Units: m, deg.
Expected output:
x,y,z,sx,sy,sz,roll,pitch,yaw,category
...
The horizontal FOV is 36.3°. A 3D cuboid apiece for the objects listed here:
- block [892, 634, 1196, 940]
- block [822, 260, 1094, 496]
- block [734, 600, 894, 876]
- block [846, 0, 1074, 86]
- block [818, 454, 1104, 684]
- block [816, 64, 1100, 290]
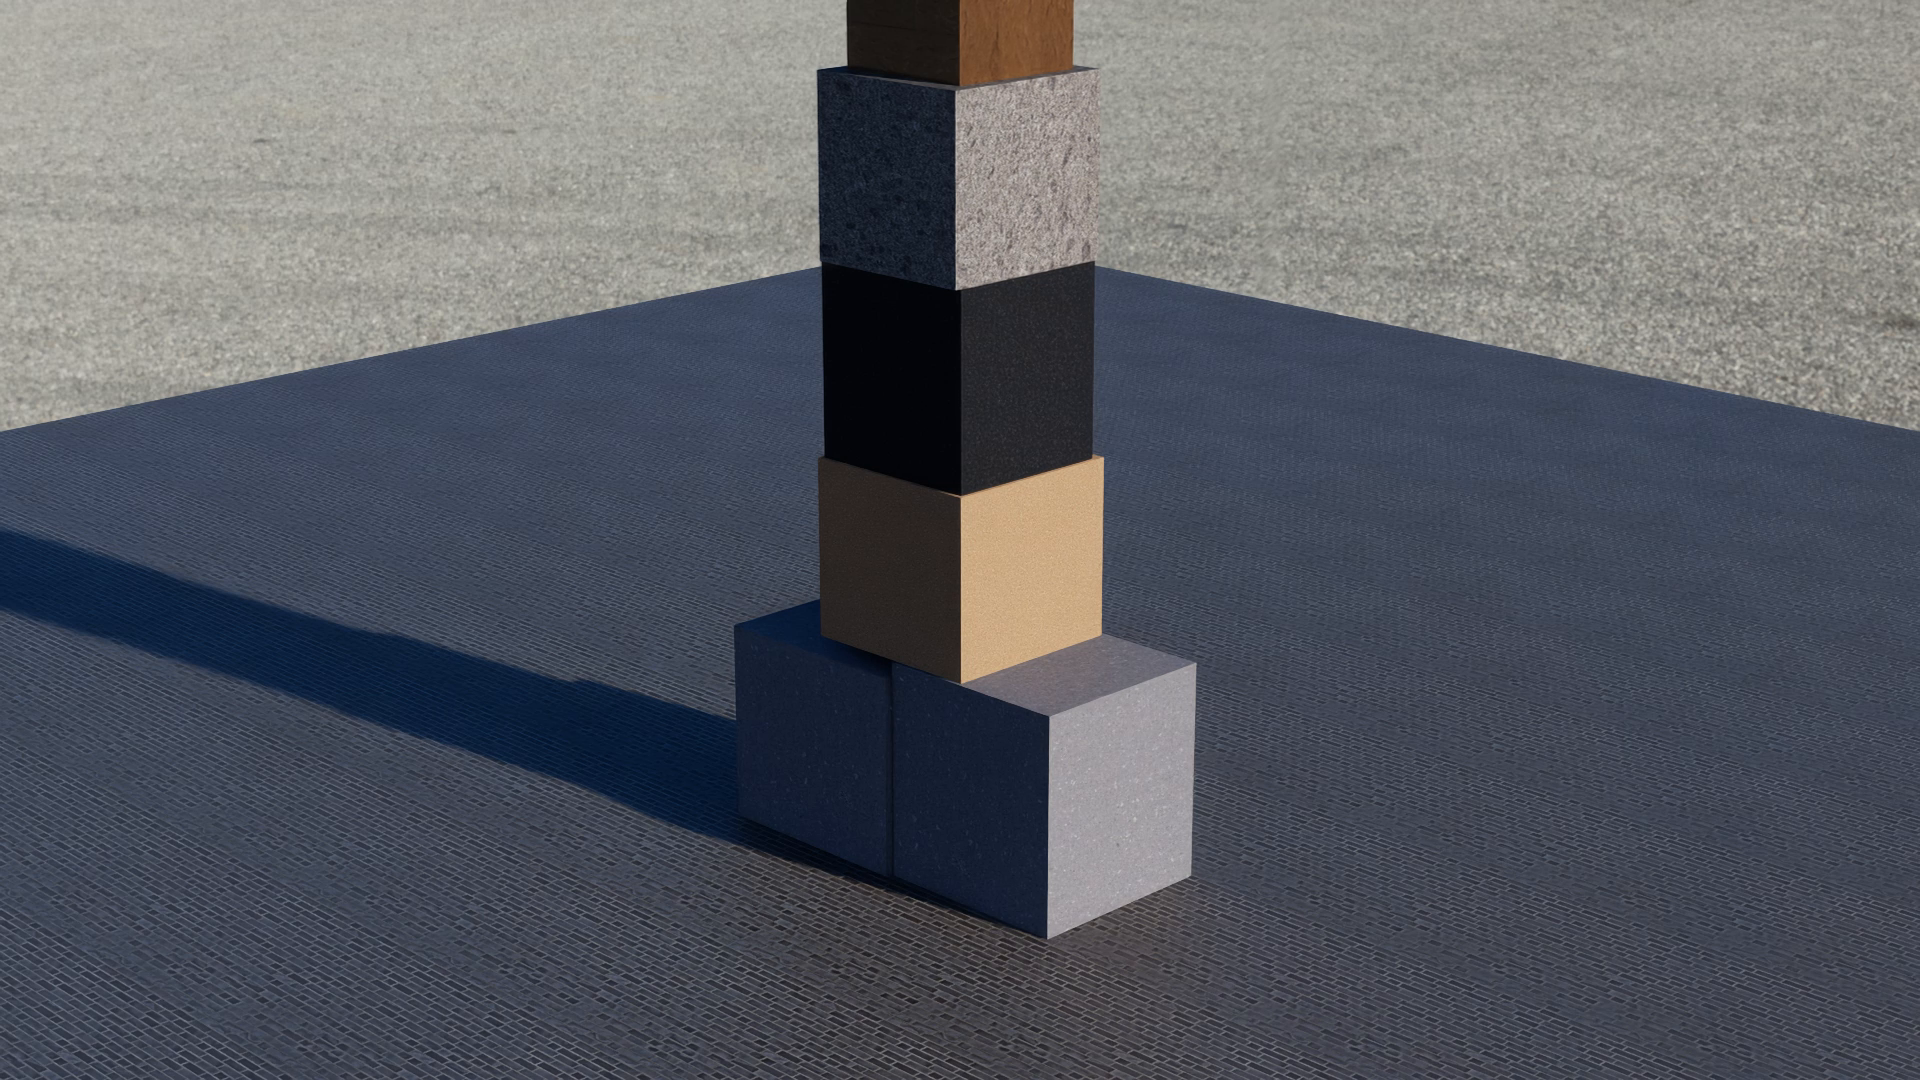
x,y,z,sx,sy,sz,roll,pitch,yaw,category
0.377,1.043,13.291,0.959,1.039,0.971,-17,24,-42,block
-0.008,-0.802,13.084,0.835,0.906,0.873,-17,24,-42,block
-0.359,0.869,13.965,0.970,0.967,1.033,-17,24,-42,block
0.000,-2.383,12.599,0.692,0.717,0.690,-17,24,-42,block
0.004,0.032,13.357,0.913,0.850,0.913,-17,24,-42,block
-0.005,-1.638,12.826,0.890,0.842,0.849,-17,24,-42,block
